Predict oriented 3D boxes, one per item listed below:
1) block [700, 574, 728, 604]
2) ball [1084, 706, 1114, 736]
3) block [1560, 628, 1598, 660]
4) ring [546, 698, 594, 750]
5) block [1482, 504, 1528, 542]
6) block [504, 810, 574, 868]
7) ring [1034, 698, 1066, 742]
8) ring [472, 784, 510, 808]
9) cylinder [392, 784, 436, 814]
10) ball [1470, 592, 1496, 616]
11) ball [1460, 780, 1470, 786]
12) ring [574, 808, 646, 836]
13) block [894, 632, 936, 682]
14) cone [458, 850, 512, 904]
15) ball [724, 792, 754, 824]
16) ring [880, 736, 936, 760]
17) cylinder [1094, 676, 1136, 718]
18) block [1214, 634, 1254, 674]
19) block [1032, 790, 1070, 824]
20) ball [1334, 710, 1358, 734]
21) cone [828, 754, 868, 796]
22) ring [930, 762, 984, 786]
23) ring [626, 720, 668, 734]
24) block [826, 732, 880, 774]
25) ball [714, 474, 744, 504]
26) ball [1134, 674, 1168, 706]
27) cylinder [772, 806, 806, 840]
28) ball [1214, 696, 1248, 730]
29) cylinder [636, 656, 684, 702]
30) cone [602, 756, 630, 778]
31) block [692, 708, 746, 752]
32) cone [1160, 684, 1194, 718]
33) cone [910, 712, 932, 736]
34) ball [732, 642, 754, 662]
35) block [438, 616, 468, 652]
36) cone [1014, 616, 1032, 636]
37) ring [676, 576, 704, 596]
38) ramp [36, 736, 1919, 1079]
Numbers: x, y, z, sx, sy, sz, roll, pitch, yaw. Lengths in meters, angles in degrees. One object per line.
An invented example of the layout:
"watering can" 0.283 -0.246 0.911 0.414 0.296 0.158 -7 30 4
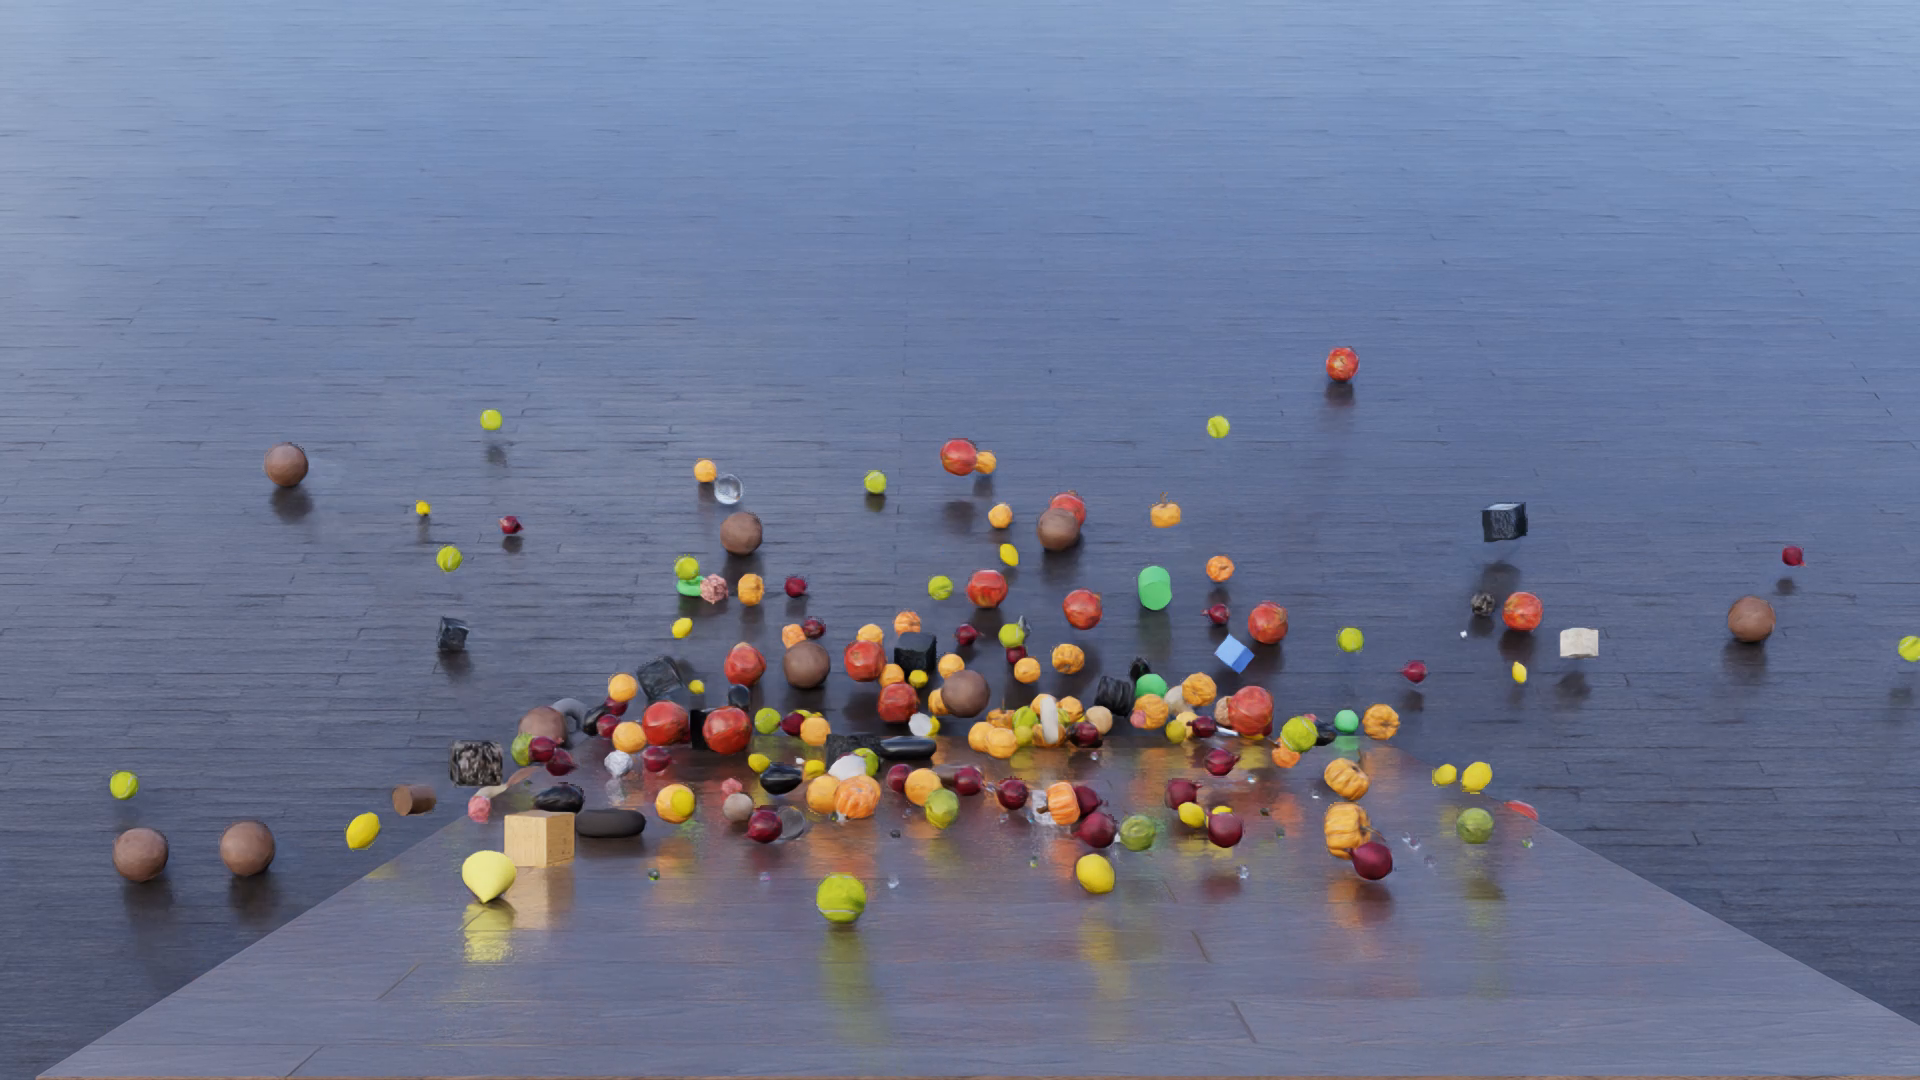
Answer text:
"block" -0.705 0.140 7.415 0.054 0.054 0.054 -25 37 -38
"ball" 0.354 0.462 6.618 0.077 0.077 0.077 0 28 0
"block" 1.689 0.283 7.051 0.071 0.071 0.071 9 -16 -33
"ring" -1.013 0.479 6.714 0.139 0.139 0.046 -27 0 -40
"block" 1.603 -0.052 7.610 0.091 0.091 0.091 -2 11 40
"block" -0.685 0.486 4.208 0.080 0.080 0.080 0 1 25
"ring" 0.211 0.424 6.079 0.038 0.113 0.113 -30 33 -2
"ring" -1.158 0.653 6.472 0.126 0.042 0.126 1 24 0
"cylinder" -1.090 0.518 5.163 0.060 0.060 0.060 24 14 37
"ball" 1.482 0.182 7.320 0.070 0.070 0.070 0 28 0
"ball" 1.243 0.640 6.455 0.083 0.083 0.083 0 28 0
"ring" -0.621 0.502 4.586 0.125 0.042 0.125 0 -1 0
"block" -0.122 0.317 7.045 0.092 0.092 0.092 8 29 14
"cone" -0.697 0.513 3.802 0.080 0.080 0.080 -5 40 -10
"ball" -0.407 0.493 4.750 0.056 0.056 0.056 0 28 0
"ring" -0.127 0.484 6.010 0.143 0.048 0.143 -1 -1 0
"cylinder" 0.409 0.414 6.836 0.090 0.090 0.090 16 29 0
"block" 0.748 0.312 7.044 0.066 0.066 0.066 38 89 37
"block" 0.167 0.493 4.773 0.055 0.055 0.055 0 1 -19
"ball" 1.010 0.475 6.748 0.063 0.063 0.063 0 28 0
"cone" -0.210 0.496 5.227 0.089 0.089 0.089 -13 33 -23
"ring" -0.006 0.494 5.447 0.119 0.040 0.119 -1 1 0
"ring" -0.811 0.486 6.703 0.109 0.036 0.109 0 -2 0
"block" -0.234 0.468 5.681 0.085 0.085 0.085 -1 1 -44
"ball" -0.710 -0.156 7.924 0.092 0.092 0.092 0 28 0
"ball" 0.509 0.400 6.894 0.089 0.089 0.089 0 28 0
"cylinder" -0.300 0.496 4.541 0.054 0.054 0.054 -6 2 -11
"ball" 0.686 0.435 6.525 0.087 0.087 0.087 0 28 0
"cylinder" -0.801 0.370 6.910 0.093 0.093 0.093 -26 30 2
"cone" -0.740 0.498 5.588 0.062 0.062 0.062 -9 3 -16
"block" -0.582 0.458 6.246 0.094 0.094 0.094 0 1 38
"cone" 0.593 0.447 6.795 0.095 0.095 0.095 -13 40 -23
"cone" -0.087 0.458 6.488 0.061 0.061 0.061 12 12 21
"ball" -0.596 0.309 7.098 0.055 0.055 0.055 0 28 0
"block" -1.404 0.260 7.150 0.066 0.066 0.066 12 17 -20
"cone" 0.176 0.232 7.245 0.052 0.052 0.052 0 28 0
"ring" -0.769 0.133 7.452 0.094 0.031 0.094 0 27 0
"ramp" 0.064 0.572 4.614 2.000 0.100 4.000 0 1 0
